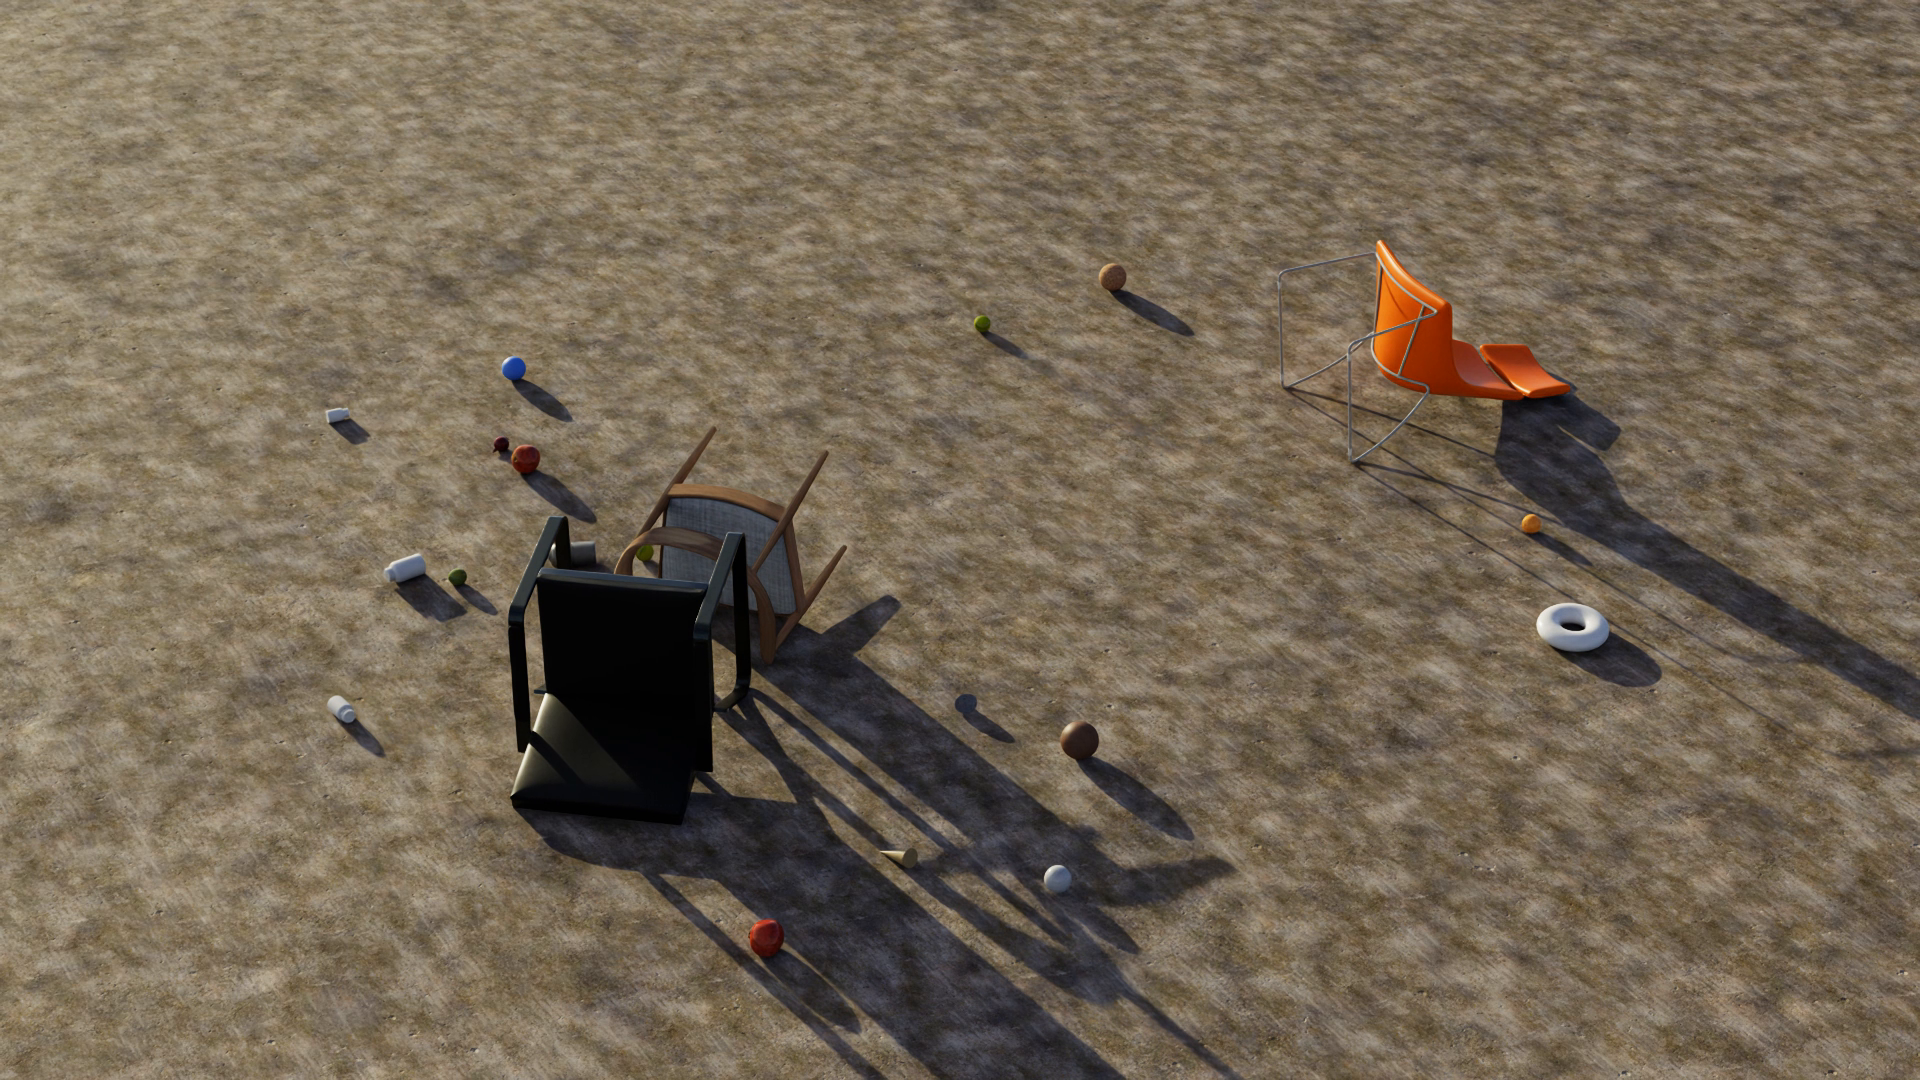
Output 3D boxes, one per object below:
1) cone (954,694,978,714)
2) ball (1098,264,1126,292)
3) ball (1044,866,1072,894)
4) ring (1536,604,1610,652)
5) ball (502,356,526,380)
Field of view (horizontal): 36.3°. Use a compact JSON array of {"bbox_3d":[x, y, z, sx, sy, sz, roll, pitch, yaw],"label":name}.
[{"bbox_3d":[0.015,0.557,10.072,0.080,0.067,0.063,-14,7,-9],"label":"cone"},{"bbox_3d":[0.653,-1.124,12.544,0.118,0.118,0.118,0,33,0],"label":"ball"},{"bbox_3d":[0.309,1.069,9.242,0.088,0.088,0.088,0,33,0],"label":"ball"},{"bbox_3d":[2.177,0.310,10.414,0.256,0.067,0.258,-1,34,0],"label":"ring"},{"bbox_3d":[-1.813,-0.697,11.913,0.098,0.098,0.098,0,33,0],"label":"ball"}]
